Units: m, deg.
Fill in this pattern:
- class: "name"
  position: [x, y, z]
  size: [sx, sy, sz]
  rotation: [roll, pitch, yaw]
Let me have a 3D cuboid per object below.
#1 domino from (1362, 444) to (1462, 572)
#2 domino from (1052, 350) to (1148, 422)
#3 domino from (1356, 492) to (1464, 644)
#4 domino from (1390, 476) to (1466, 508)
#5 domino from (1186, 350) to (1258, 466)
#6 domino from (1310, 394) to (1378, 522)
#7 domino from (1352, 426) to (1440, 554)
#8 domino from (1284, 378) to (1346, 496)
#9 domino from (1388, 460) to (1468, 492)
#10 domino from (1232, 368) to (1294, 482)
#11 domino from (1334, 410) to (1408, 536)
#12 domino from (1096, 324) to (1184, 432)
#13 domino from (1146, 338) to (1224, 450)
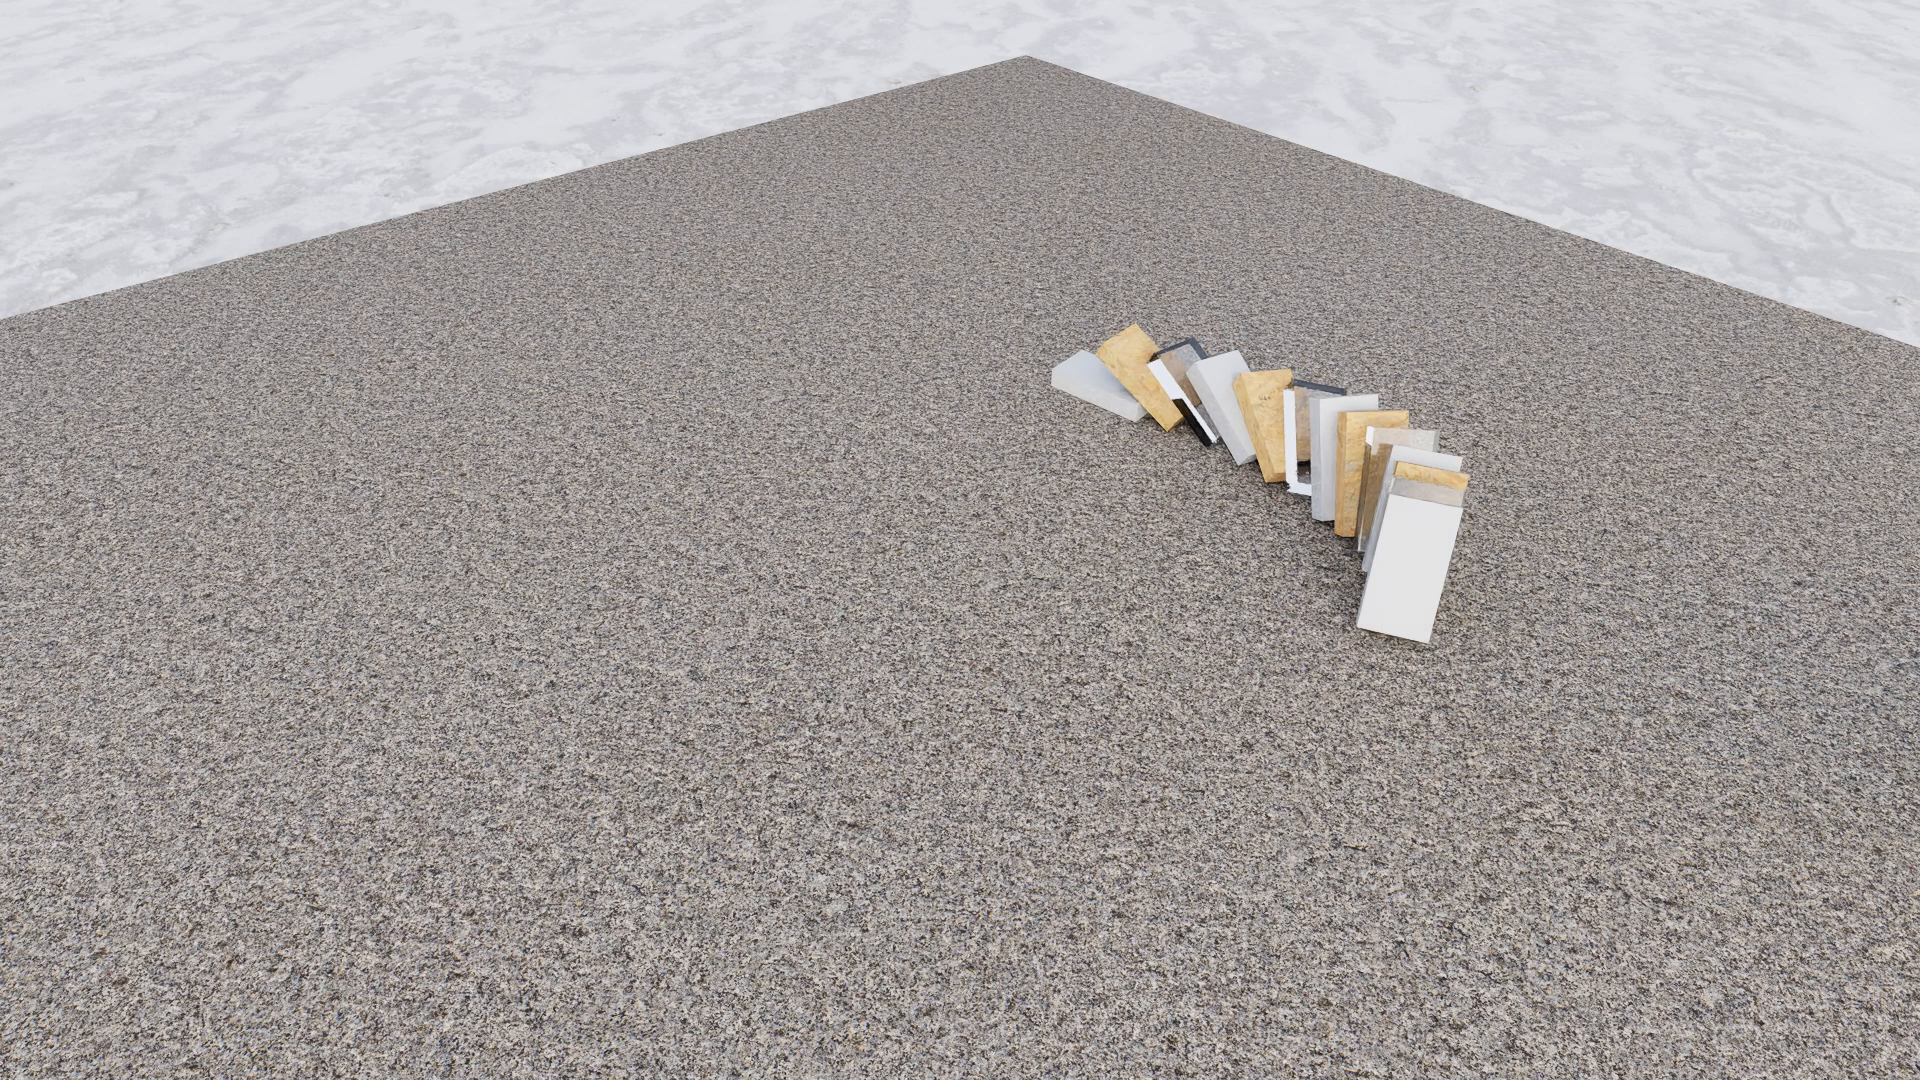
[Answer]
- class: "domino"
  position: [0.174, -0.010, 0.425]
  size: [0.025, 0.050, 0.010]
  rotation: [13, 10, 15]
- class: "domino"
  position: [0.072, -0.076, 0.536]
  size: [0.050, 0.010, 0.025]
  rotation: [29, 47, 31]
- class: "domino"
  position: [0.163, 0.010, 0.401]
  size: [0.025, 0.050, 0.009]
  rotation: [13, 10, 15]
- class: "domino"
  position: [0.168, 0.004, 0.409]
  size: [0.025, 0.050, 0.009]
  rotation: [13, 10, 15]
- class: "domino"
  position: [0.126, -0.060, 0.498]
  size: [0.025, 0.010, 0.050]
  rotation: [-18, 72, -23]
- class: "domino"
  position: [0.159, -0.034, 0.455]
  size: [0.025, 0.050, 0.010]
  rotation: [-6, 10, -7]
- class: "domino"
  position: [0.173, -0.019, 0.436]
  size: [0.025, 0.050, 0.010]
  rotation: [4, 9, 5]
- class: "domino"
  position: [0.154, -0.043, 0.475]
  size: [0.025, 0.010, 0.050]
  rotation: [9, 67, -9]
- class: "domino"
  position: [0.173, -0.003, 0.417]
  size: [0.025, 0.050, 0.009]
  rotation: [13, 10, 15]
- class: "domino"
  position: [0.141, -0.051, 0.486]
  size: [0.025, 0.010, 0.050]
  rotation: [-7, 68, -15]
- class: "domino"
  position: [0.167, -0.027, 0.446]
  size: [0.025, 0.050, 0.009]
  rotation: [-2, 9, -2]
- class: "domino"
  position: [0.090, -0.077, 0.519]
  size: [0.025, 0.010, 0.050]
  rotation: [-35, 79, -36]
- class: "domino"
  position: [0.111, -0.068, 0.509]
  size: [0.025, 0.010, 0.050]
  rotation: [-24, 73, -26]
